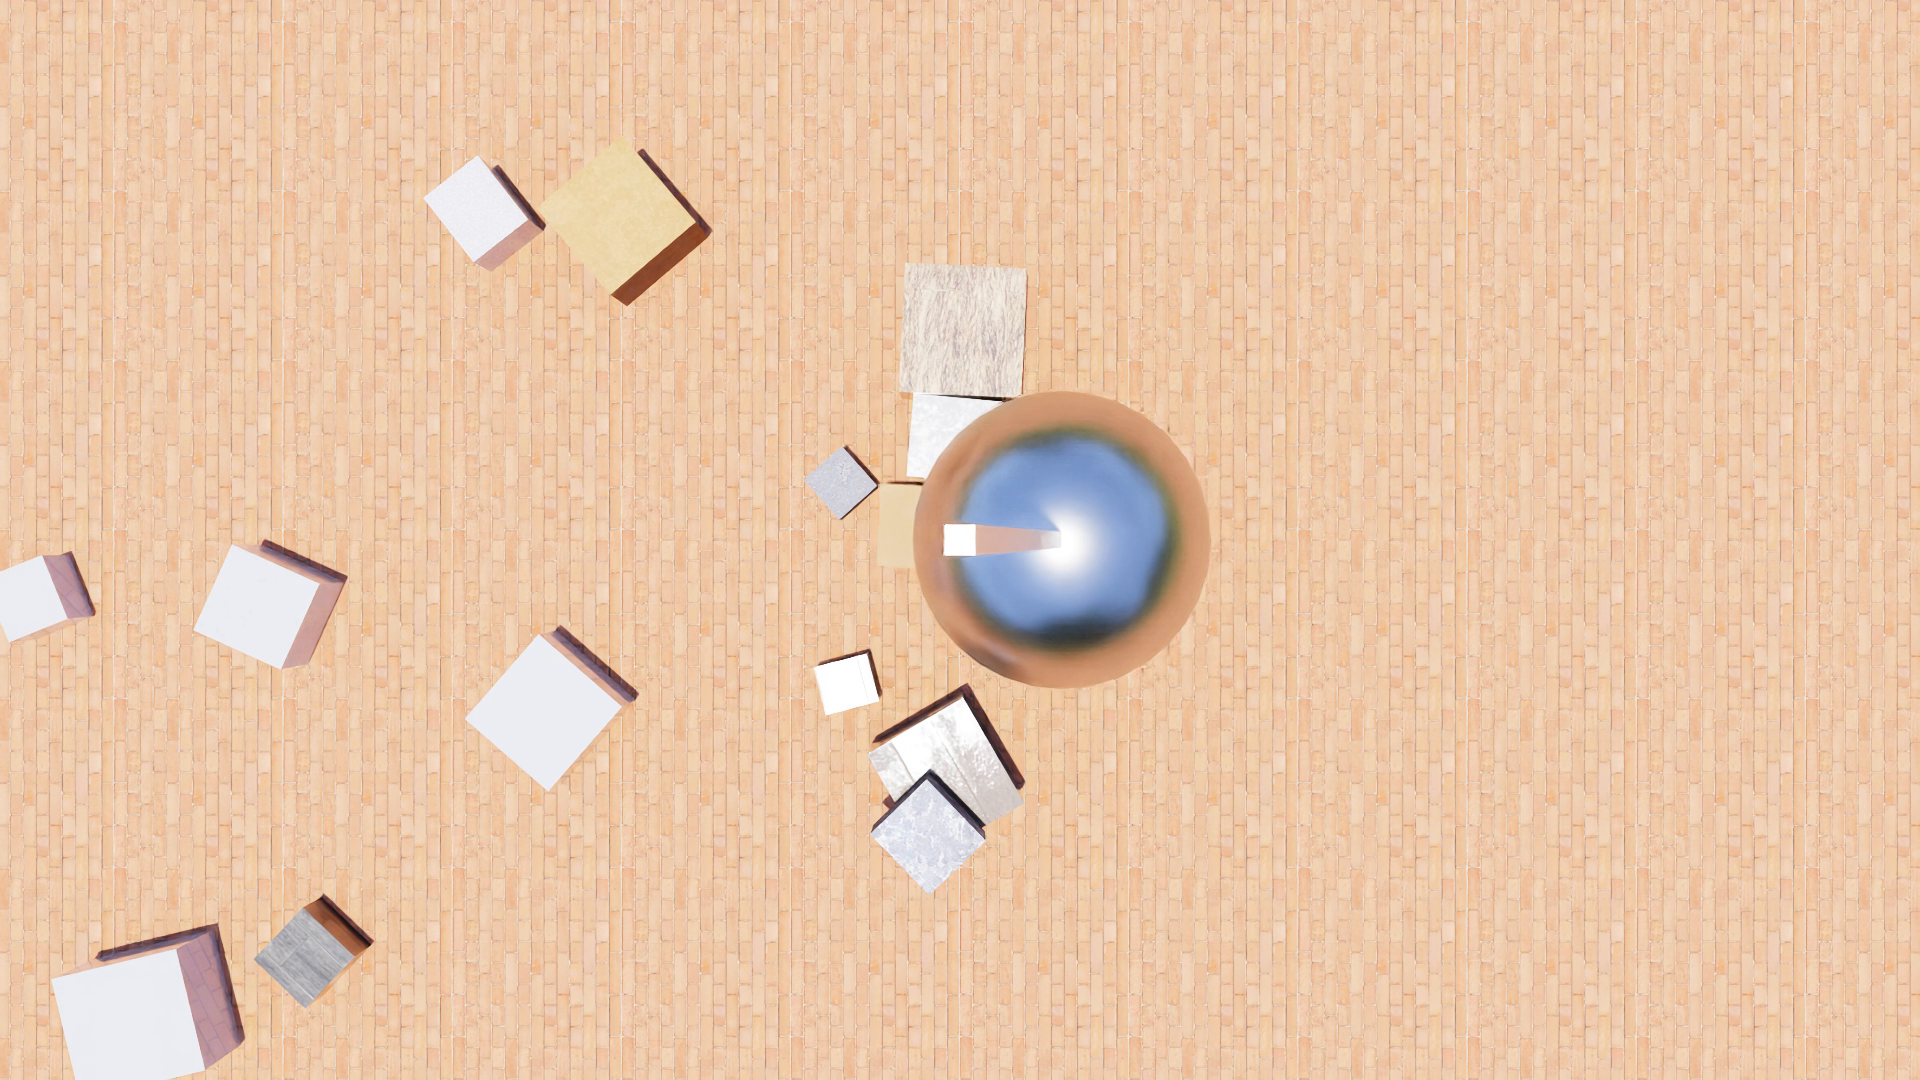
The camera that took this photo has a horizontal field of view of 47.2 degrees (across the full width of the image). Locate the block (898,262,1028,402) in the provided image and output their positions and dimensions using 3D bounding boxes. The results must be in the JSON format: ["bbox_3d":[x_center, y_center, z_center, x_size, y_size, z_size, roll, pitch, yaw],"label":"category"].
[{"bbox_3d":[0.018,-1.176,12.666,0.686,0.667,0.724,3,90,0],"label":"block"}]

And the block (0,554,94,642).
[{"bbox_3d":[-5.362,0.337,12.808,0.362,0.385,0.393,-22,90,0],"label":"block"}]

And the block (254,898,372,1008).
[{"bbox_3d":[-3.769,2.402,12.816,0.410,0.368,0.412,44,90,0],"label":"block"}]

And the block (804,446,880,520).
[{"bbox_3d":[-0.689,-0.330,12.837,0.292,0.326,0.307,-42,90,0],"label":"block"}]

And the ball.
[{"bbox_3d":[0.542,0.000,11.786,1.600,1.600,1.600,0,90,0],"label":"ball"}]

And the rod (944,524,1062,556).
[{"bbox_3d":[0.235,0.000,8.399,0.080,5.200,0.080,0,90,5],"label":"rod"}]

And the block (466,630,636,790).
[{"bbox_3d":[-2.359,0.978,12.725,0.625,0.550,0.635,41,90,0],"label":"block"}]

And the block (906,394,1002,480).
[{"bbox_3d":[-0.026,-0.573,12.730,0.515,0.540,0.466,5,90,0],"label":"block"}]

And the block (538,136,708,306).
[{"bbox_3d":[-1.936,-1.829,12.685,0.632,0.630,0.642,-40,90,0],"label":"block"}]

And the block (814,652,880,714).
[{"bbox_3d":[-0.657,0.834,12.850,0.315,0.299,0.279,-15,90,0],"label":"block"}]

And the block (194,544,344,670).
[{"bbox_3d":[-3.994,0.380,12.741,0.543,0.517,0.533,24,90,0],"label":"block"}]

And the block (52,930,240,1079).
[{"bbox_3d":[-4.683,2.728,12.689,0.721,0.621,0.701,-14,90,0],"label":"block"}]

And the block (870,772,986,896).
[{"bbox_3d":[-0.174,1.615,12.135,0.427,0.389,0.461,-44,90,0],"label":"block"}]

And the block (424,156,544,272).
[{"bbox_3d":[-2.761,-1.889,12.768,0.394,0.465,0.464,-38,90,0],"label":"block"}]

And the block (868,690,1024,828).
[{"bbox_3d":[-0.080,1.339,12.665,0.626,0.670,0.683,-30,90,0],"label":"block"}]

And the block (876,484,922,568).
[{"bbox_3d":[-0.197,-0.074,12.690,0.472,0.576,0.465,3,90,6],"label":"block"}]
